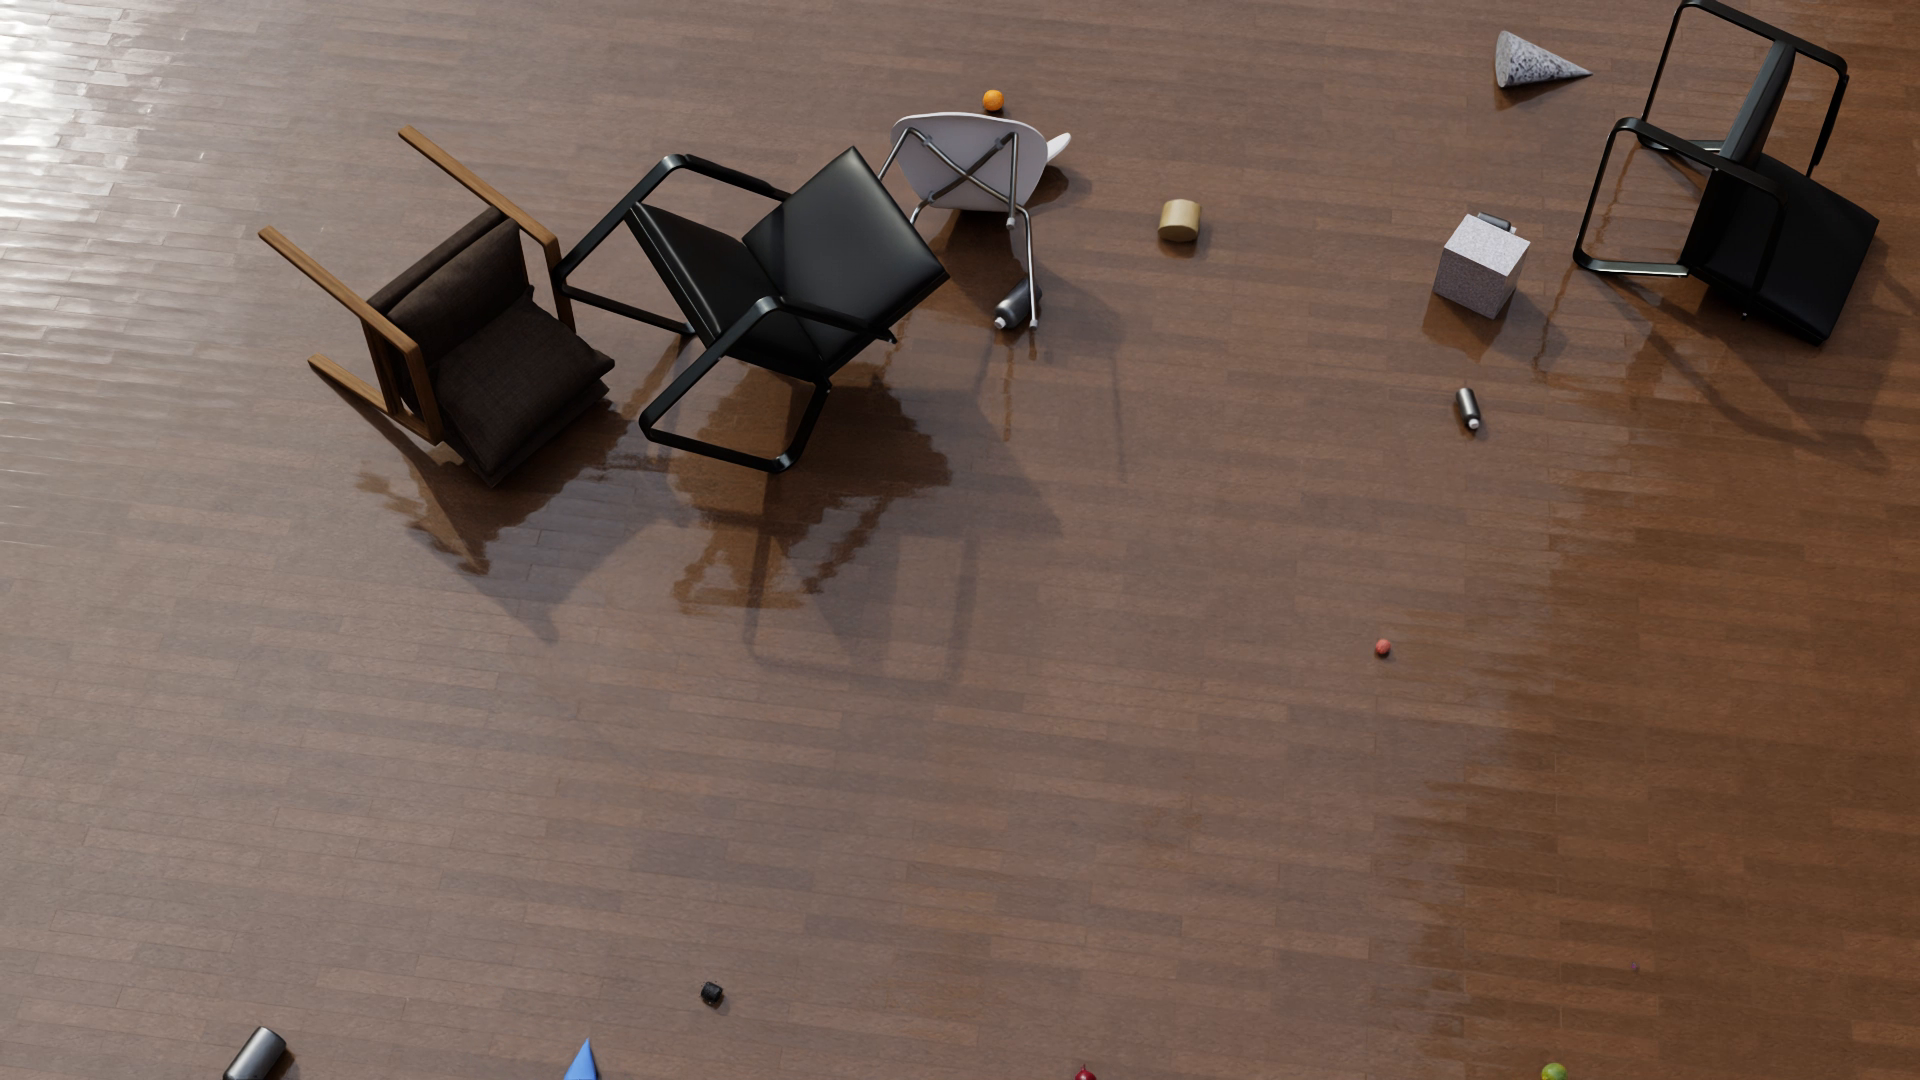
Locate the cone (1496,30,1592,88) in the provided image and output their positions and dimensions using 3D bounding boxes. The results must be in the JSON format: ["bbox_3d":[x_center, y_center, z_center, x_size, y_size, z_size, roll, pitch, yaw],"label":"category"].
[{"bbox_3d":[2.047,-1.645,7.639,0.339,0.127,0.233,7,61,-8],"label":"cone"}]

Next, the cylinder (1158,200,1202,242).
[{"bbox_3d":[0.724,-1.050,7.231,0.131,0.077,0.114,5,56,13],"label":"cylinder"}]

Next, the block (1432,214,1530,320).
[{"bbox_3d":[1.665,-0.873,7.031,0.219,0.213,0.168,29,61,18],"label":"block"}]

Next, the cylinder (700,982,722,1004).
[{"bbox_3d":[-0.650,1.183,5.754,0.040,0.043,0.044,23,76,15],"label":"cylinder"}]

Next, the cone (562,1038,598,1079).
[{"bbox_3d":[-0.967,1.379,5.597,0.198,0.165,0.284,-33,31,24],"label":"cone"}]
